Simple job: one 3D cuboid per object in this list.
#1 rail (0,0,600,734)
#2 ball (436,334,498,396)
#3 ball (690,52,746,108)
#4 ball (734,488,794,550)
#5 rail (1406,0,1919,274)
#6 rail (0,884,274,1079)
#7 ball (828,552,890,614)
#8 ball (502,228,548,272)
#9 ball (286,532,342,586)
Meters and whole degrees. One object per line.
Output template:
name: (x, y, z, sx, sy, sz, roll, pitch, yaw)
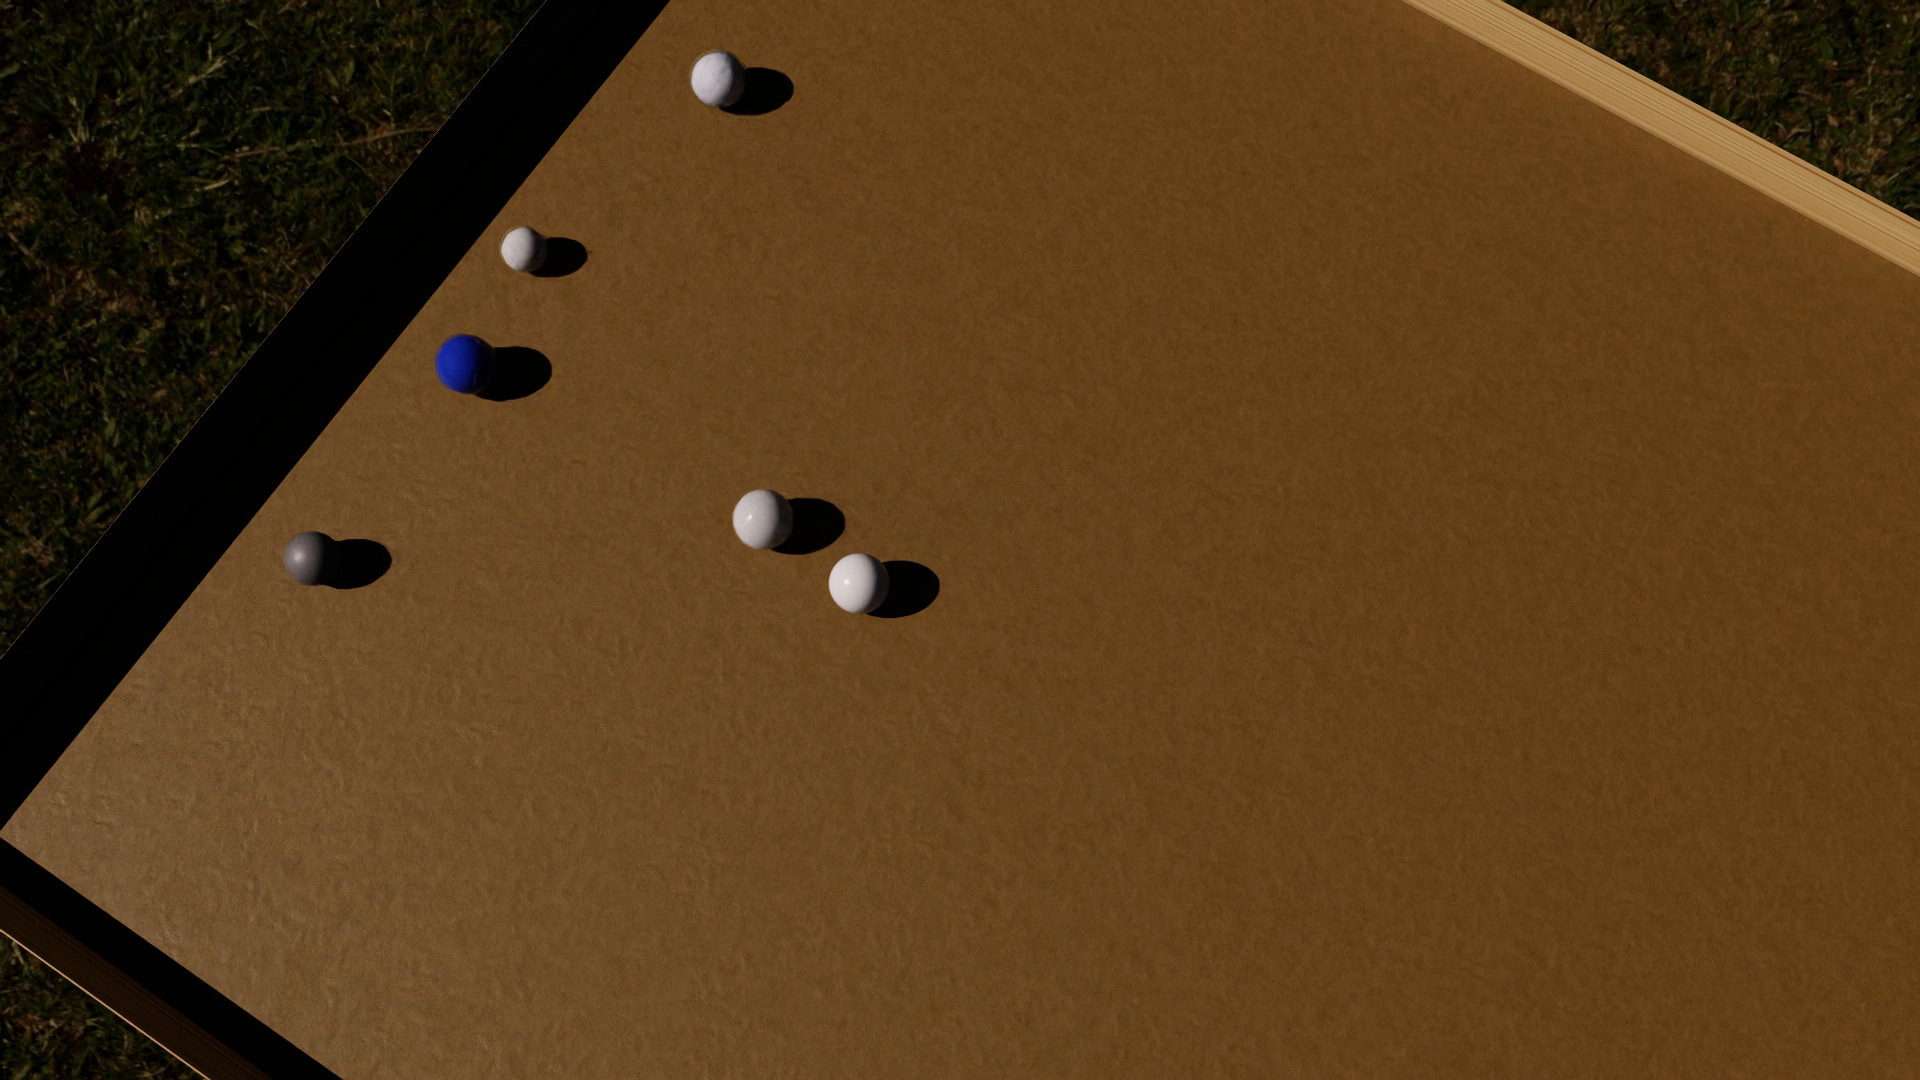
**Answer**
rail: (-0.889, -0.549, 3.602, 0.045, 0.125, 2.535, 31, 73, 11)
ball: (-0.789, -0.280, 3.522, 0.096, 0.096, 0.096, 0, 70, 0)
ball: (-0.406, -0.774, 3.701, 0.093, 0.093, 0.093, 0, 70, 0)
ball: (-0.306, -0.032, 3.433, 0.095, 0.095, 0.095, 0, 70, 0)
rail: (1.585, -0.435, 3.561, 4.331, 0.125, 0.045, 31, 73, 11)
rail: (0.232, 1.530, 2.856, 4.331, 0.125, 0.045, 31, 73, 11)
ball: (-0.155, 0.067, 3.398, 0.095, 0.095, 0.095, 0, 70, 0)
ball: (-0.714, -0.475, 3.604, 0.074, 0.074, 0.074, 0, 70, 0)
ball: (-1.005, 0.029, 3.418, 0.083, 0.083, 0.083, 0, 70, 0)
